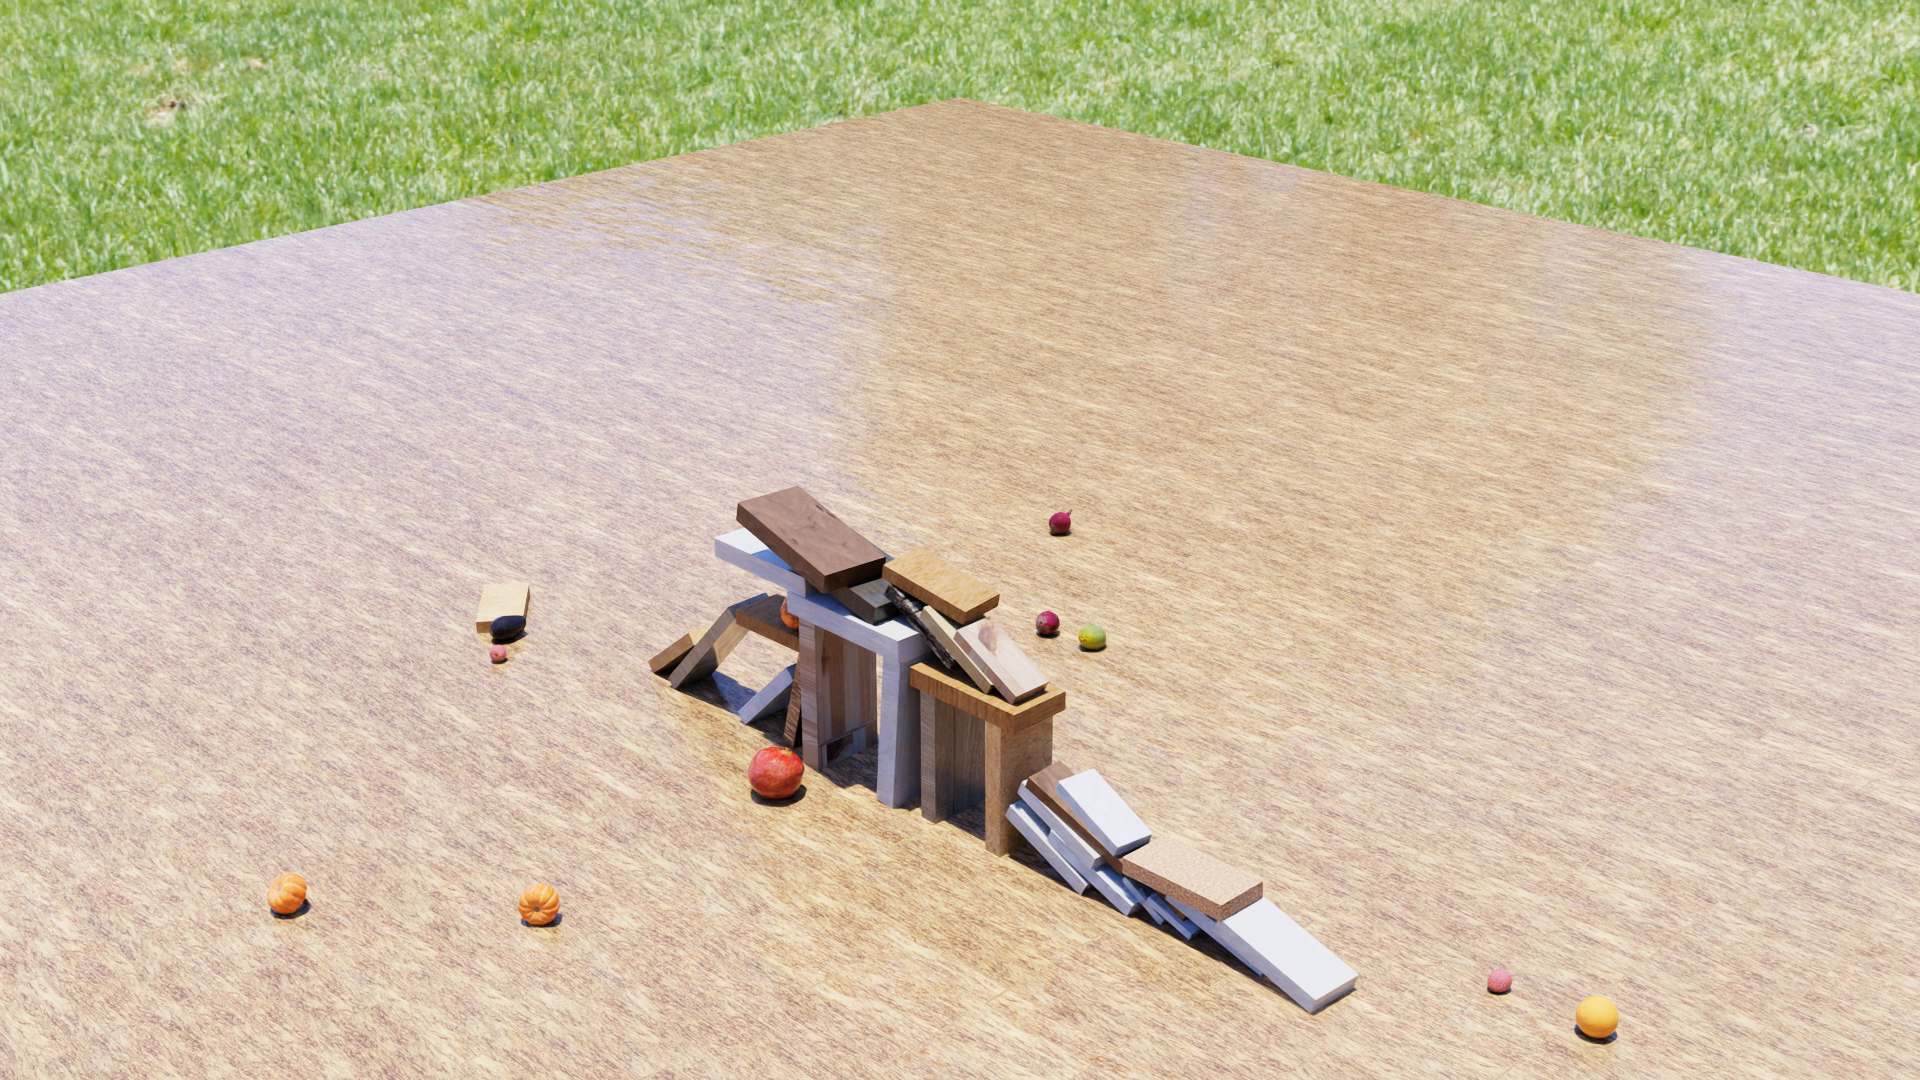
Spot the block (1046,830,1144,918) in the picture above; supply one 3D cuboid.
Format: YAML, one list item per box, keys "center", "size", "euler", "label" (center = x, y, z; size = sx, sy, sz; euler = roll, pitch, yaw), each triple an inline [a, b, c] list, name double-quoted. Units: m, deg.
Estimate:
- center: [0.280, 0.613, 4.180]
  size: [0.109, 0.031, 0.219]
  euler: [-22, 52, -41]
  label: "block"

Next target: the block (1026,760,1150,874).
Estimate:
- center: [0.246, 0.525, 4.177]
  size: [0.091, 0.026, 0.259]
  euler: [-22, 53, -42]
  label: "block"

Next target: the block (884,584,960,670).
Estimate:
- center: [-0.041, 0.154, 4.351]
  size: [0.107, 0.030, 0.214]
  euler: [-20, 58, -39]
  label: "block"

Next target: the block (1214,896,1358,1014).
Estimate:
- center: [0.579, 0.734, 3.913]
  size: [0.118, 0.034, 0.237]
  euler: [-18, 43, -38]
  label: "block"

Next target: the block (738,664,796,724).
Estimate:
- center: [-0.377, 0.320, 4.763]
  size: [0.118, 0.034, 0.237]
  euler: [-21, -14, -41]
  label: "block"

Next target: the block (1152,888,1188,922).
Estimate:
- center: [0.401, 0.658, 4.085]
  size: [0.054, 0.015, 0.109]
  euler: [-14, 46, -36]
  label: "block"

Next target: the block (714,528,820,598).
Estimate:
- center: [-0.363, 0.036, 4.629]
  size: [0.153, 0.043, 0.306]
  euler: [-20, 29, -39]
  label: "block"

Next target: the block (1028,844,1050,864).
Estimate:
- center: [0.184, 0.607, 4.259]
  size: [0.097, 0.014, 0.049]
  euler: [36, 40, 16]
  label: "block"

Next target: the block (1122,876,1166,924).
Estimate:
- center: [0.358, 0.664, 4.110]
  size: [0.054, 0.015, 0.109]
  euler: [-22, 61, -41]
  label: "block"

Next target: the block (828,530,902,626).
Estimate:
- center: [-0.218, 0.060, 4.481]
  size: [0.153, 0.043, 0.306]
  euler: [-21, 42, -39]
  label: "block"

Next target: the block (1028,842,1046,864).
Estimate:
- center: [0.154, 0.580, 4.298]
  size: [0.049, 0.014, 0.097]
  euler: [-20, 72, -39]
  label: "block"

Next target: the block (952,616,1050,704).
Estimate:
- center: [0.079, 0.231, 4.240]
  size: [0.091, 0.026, 0.182]
  euler: [-21, 59, -40]
  label: "block"

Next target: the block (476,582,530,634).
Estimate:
- center: [-1.108, 0.164, 5.335]
  size: [0.109, 0.031, 0.218]
  euler: [-2, 23, -6]
  label: "block"

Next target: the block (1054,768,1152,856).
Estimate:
- center: [0.271, 0.514, 4.159]
  size: [0.091, 0.026, 0.182]
  euler: [-15, 48, -37]
  label: "block"

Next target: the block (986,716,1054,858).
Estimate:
- center: [0.116, 0.464, 4.300]
  size: [0.143, 0.286, 0.041]
  euler: [-20, 30, -39]
  label: "block"

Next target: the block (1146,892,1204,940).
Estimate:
- center: [0.403, 0.689, 4.071]
  size: [0.054, 0.015, 0.109]
  euler: [-22, 51, -42]
  label: "block"

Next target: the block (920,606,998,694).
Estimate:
- center: [0.028, 0.200, 4.291]
  size: [0.107, 0.030, 0.214]
  euler: [-20, 58, -39]
  label: "block"

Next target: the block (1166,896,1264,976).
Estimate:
- center: [0.503, 0.691, 4.019]
  size: [0.118, 0.034, 0.237]
  euler: [-20, 44, -39]
  label: "block"

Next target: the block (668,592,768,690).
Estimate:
- center: [-0.534, 0.226, 4.882]
  size: [0.109, 0.337, 0.031]
  euler: [-22, 73, -41]
  label: "block"

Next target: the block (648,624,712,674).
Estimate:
- center: [-0.612, 0.241, 4.990]
  size: [0.109, 0.031, 0.218]
  euler: [-19, -8, -38]
  label: "block"

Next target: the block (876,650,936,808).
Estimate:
- center: [-0.084, 0.362, 4.467]
  size: [0.171, 0.341, 0.048]
  euler: [-21, 36, -41]
  label: "block"

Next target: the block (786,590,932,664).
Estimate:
- center: [-0.177, 0.150, 4.468]
  size: [0.171, 0.048, 0.341]
  euler: [-20, 30, -39]
  label: "block"

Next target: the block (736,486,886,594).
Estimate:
- center: [-0.305, -0.004, 4.478]
  size: [0.153, 0.043, 0.306]
  euler: [-17, 40, -36]
  label: "block"

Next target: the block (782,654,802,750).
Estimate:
- center: [-0.306, 0.326, 4.688]
  size: [0.118, 0.237, 0.034]
  euler: [-21, 46, -41]
  label: "block"

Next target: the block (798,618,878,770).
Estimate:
- center: [-0.254, 0.297, 4.624]
  size: [0.048, 0.341, 0.171]
  euler: [21, 31, 41]
  label: "block"

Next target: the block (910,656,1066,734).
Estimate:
- center: [0.053, 0.289, 4.294]
  size: [0.143, 0.041, 0.286]
  euler: [-21, 31, -40]
  label: "block"

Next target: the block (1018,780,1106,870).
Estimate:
- center: [0.222, 0.529, 4.209]
  size: [0.109, 0.031, 0.219]
  euler: [-18, 50, -39]
  label: "block"

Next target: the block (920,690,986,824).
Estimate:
- center: [-0.013, 0.414, 4.419]
  size: [0.143, 0.286, 0.041]
  euler: [-21, 31, -41]
  label: "block"

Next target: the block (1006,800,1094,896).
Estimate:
- center: [0.201, 0.578, 4.242]
  size: [0.109, 0.031, 0.219]
  euler: [-22, 57, -41]
  label: "block"

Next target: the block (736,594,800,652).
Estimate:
- center: [-0.355, 0.181, 4.684]
  size: [0.237, 0.034, 0.118]
  euler: [21, 31, 40]
  label: "block"

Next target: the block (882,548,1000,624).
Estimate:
- center: [-0.038, 0.090, 4.339]
  size: [0.214, 0.030, 0.107]
  euler: [29, 36, 30]
  label: "block"

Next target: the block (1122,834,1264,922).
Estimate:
- center: [0.426, 0.618, 4.034]
  size: [0.118, 0.034, 0.237]
  euler: [-20, 29, -40]
  label: "block"
